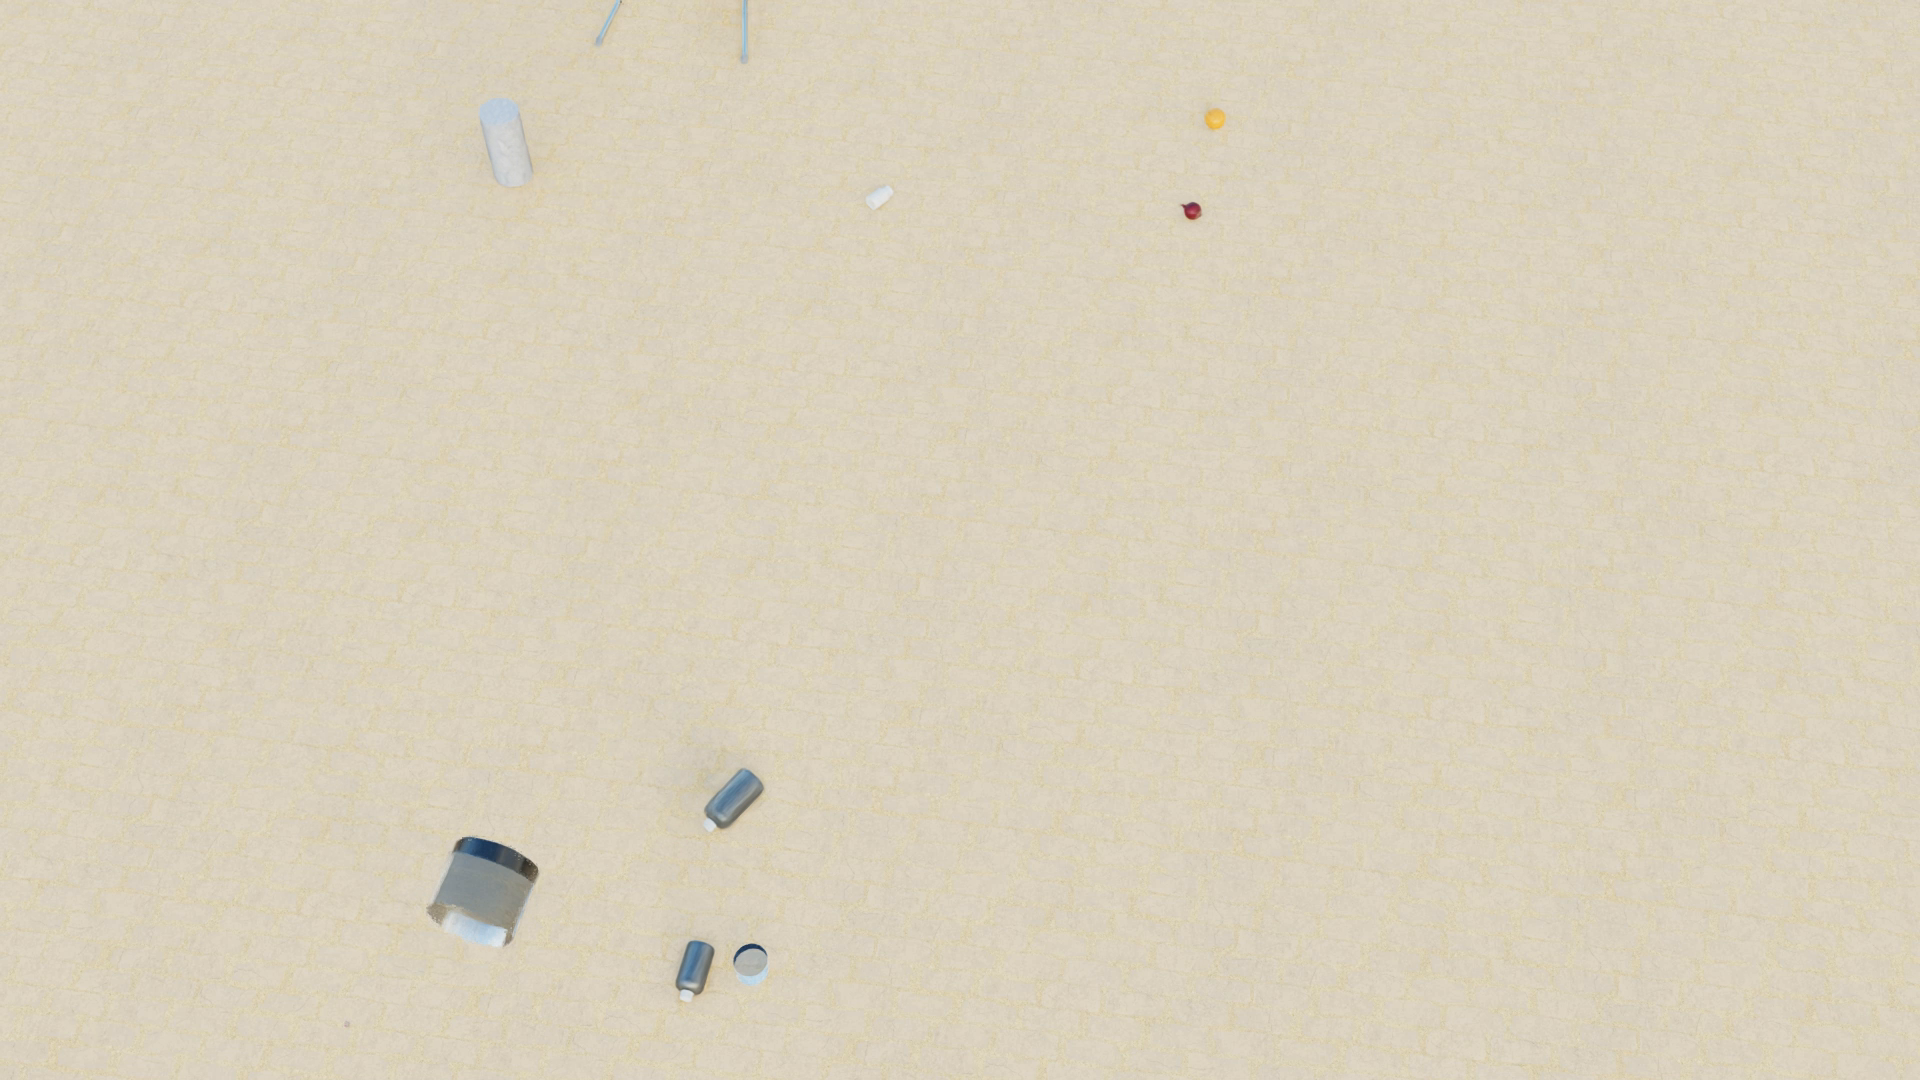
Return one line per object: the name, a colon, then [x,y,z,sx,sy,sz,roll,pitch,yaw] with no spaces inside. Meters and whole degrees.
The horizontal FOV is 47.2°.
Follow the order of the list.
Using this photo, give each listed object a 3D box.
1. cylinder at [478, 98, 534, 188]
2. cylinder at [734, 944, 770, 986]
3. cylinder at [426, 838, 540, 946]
cylinder: [-1.503,-1.315,7.283,0.132,0.282,0.128,10,55,8]
cylinder: [-0.549,1.117,5.790,0.090,0.057,0.094,25,60,16]
cylinder: [-1.260,0.930,5.813,0.240,0.221,0.196,31,55,-20]
